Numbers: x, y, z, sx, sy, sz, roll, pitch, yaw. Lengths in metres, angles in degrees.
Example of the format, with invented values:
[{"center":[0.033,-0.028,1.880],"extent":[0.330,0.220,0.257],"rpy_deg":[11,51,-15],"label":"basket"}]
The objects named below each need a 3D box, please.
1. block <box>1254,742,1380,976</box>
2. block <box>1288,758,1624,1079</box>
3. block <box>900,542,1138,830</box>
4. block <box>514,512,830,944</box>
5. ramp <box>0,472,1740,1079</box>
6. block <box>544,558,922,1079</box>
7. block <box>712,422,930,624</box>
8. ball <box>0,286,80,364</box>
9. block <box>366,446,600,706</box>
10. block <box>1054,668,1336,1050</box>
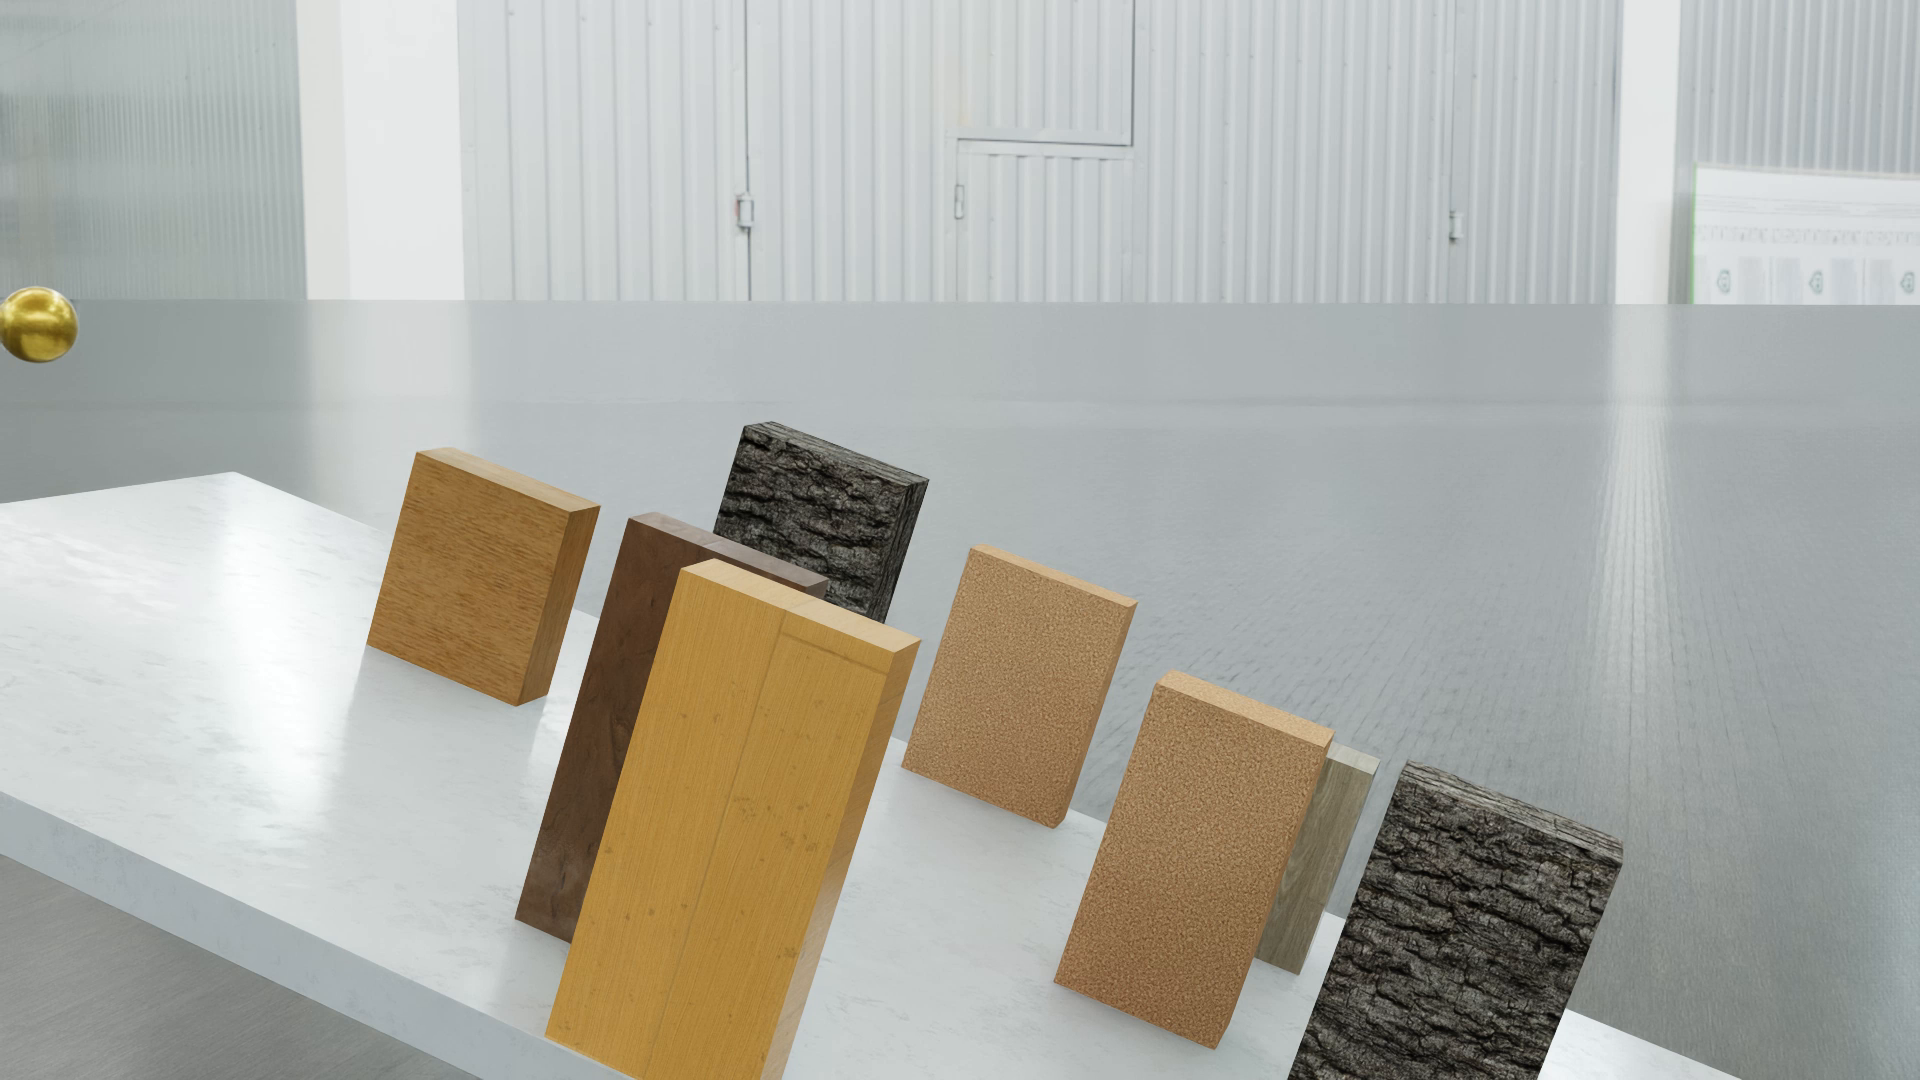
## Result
[{"center":[0.596,0.602,4.563],"extent":[0.406,0.451,0.145],"rpy_deg":[21,12,14],"label":"block"},{"center":[0.778,0.749,3.576],"extent":[0.361,0.687,0.148],"rpy_deg":[21,12,14],"label":"block"},{"center":[0.131,0.326,4.944],"extent":[0.379,0.535,0.099],"rpy_deg":[21,12,14],"label":"block"},{"center":[-0.472,0.343,3.565],"extent":[0.316,0.707,0.102],"rpy_deg":[21,12,14],"label":"block"},{"center":[-0.355,0.669,4.225],"extent":[4.000,0.100,2.000],"rpy_deg":[21,12,14],"label":"ramp"},{"center":[-0.337,0.441,3.212],"extent":[0.336,0.749,0.121],"rpy_deg":[21,12,14],"label":"block"},{"center":[-0.344,0.212,4.127],"extent":[0.328,0.798,0.140],"rpy_deg":[21,12,14],"label":"block"},{"center":[-1.952,-0.455,4.654],"extent":[0.163,0.163,0.163],"rpy_deg":[0,7,0],"label":"ball"},{"center":[-1.013,0.074,4.670],"extent":[0.372,0.436,0.142],"rpy_deg":[21,12,14],"label":"block"},{"center":[0.429,0.583,4.038],"extent":[0.319,0.602,0.149],"rpy_deg":[21,12,14],"label":"block"}]
